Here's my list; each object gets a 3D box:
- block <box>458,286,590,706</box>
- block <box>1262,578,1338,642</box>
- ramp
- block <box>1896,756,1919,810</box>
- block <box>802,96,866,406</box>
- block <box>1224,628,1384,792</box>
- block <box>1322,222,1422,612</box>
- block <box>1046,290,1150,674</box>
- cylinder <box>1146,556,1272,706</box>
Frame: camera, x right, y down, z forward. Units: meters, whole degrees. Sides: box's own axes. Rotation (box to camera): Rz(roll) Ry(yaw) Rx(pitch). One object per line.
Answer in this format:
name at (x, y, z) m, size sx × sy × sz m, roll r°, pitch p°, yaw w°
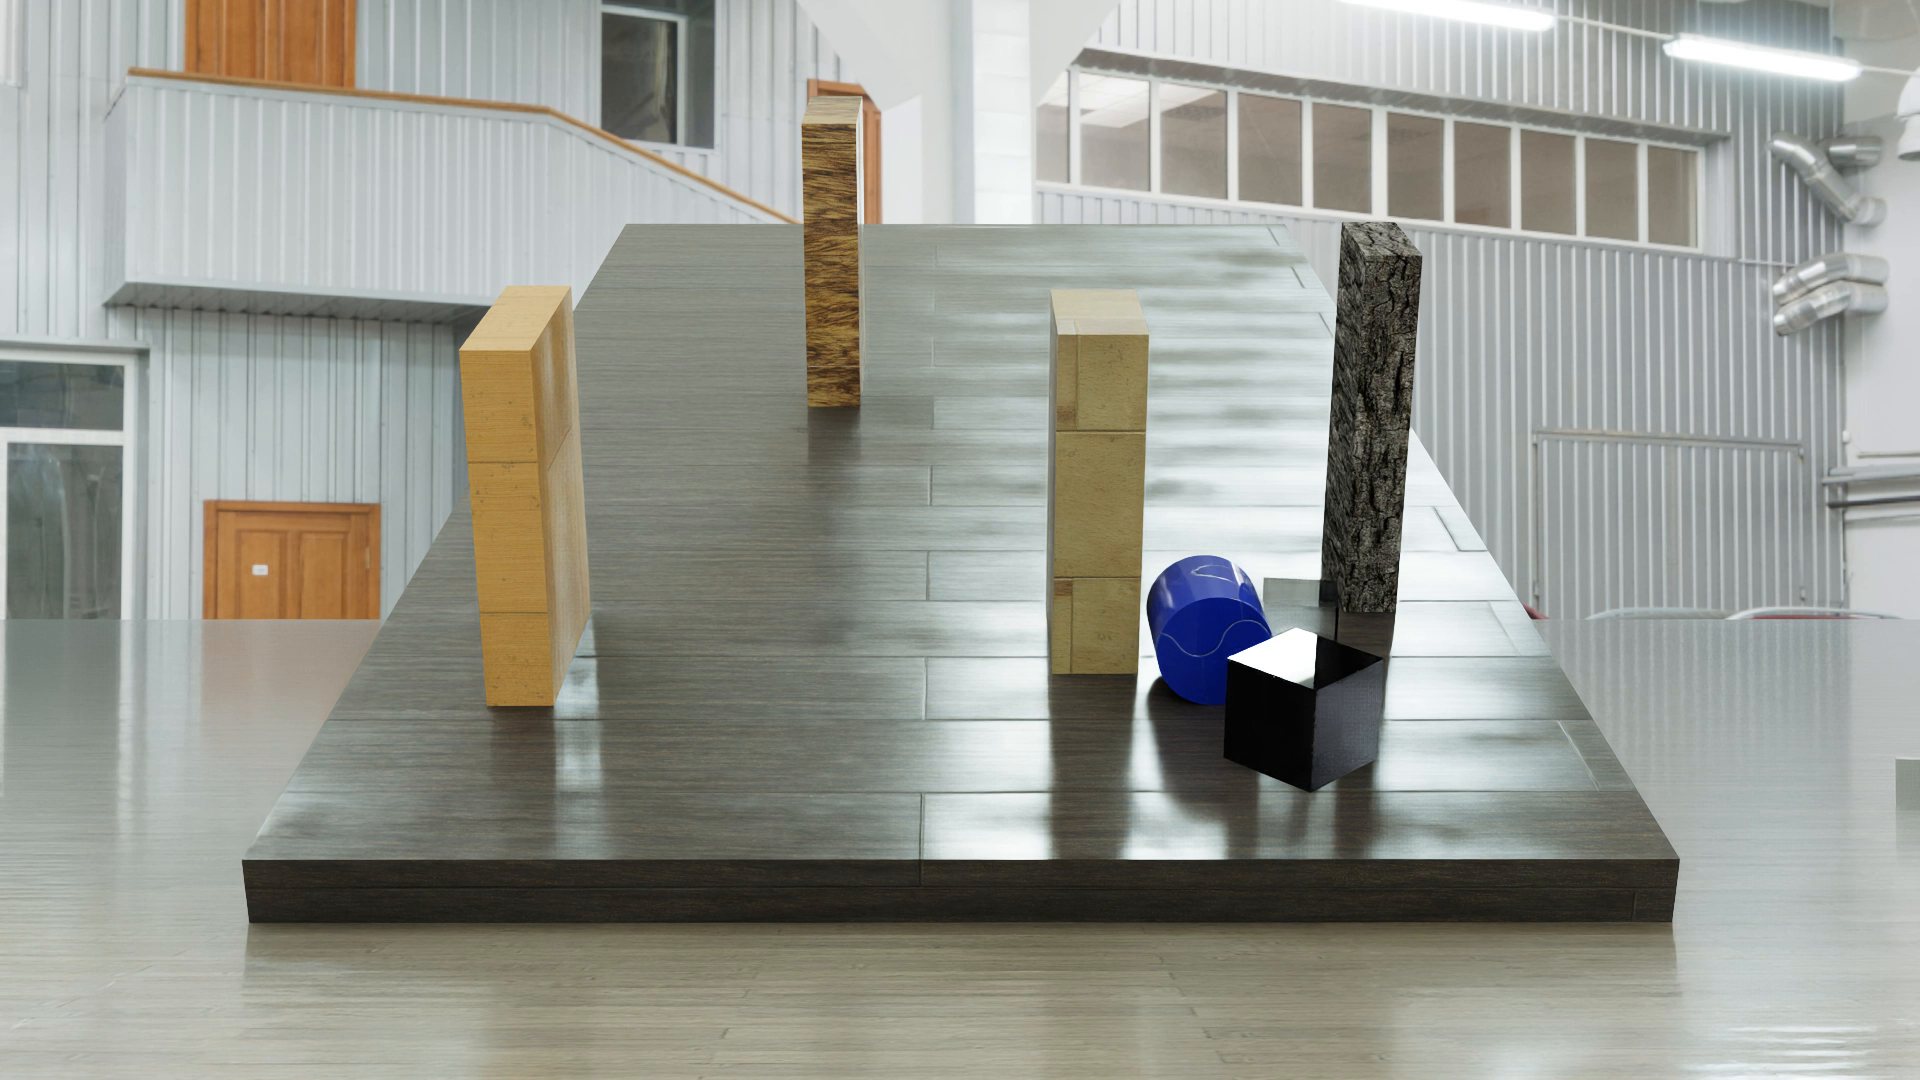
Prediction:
block at (-0.703, -0.080, 3.719) m, size 0.107 × 0.588 × 0.397 m, roll 0°, pitch 21°, yaw 0°
block at (0.564, 0.143, 3.792) m, size 0.122 × 0.122 × 0.122 m, roll 3°, pitch 21°, yaw 6°
ramp at (-0.005, -0.211, 5.052) m, size 2.000 × 0.100 × 4.000 m, roll 0°, pitch 21°, yaw 0°
block at (2.154, 0.544, 5.091) m, size 0.109 × 0.109 × 0.109 m, roll -1°, pitch -2°, yaw 21°
block at (-0.285, -0.664, 5.205) m, size 0.119 × 0.640 × 0.358 m, roll 0°, pitch 21°, yaw 0°
block at (0.518, 0.254, 3.434) m, size 0.166 × 0.166 × 0.166 m, roll -19°, pitch 28°, yaw -41°
block at (0.722, -0.218, 4.017) m, size 0.094 × 0.641 × 0.253 m, roll 0°, pitch 21°, yaw 0°
block at (0.224, -0.100, 3.789) m, size 0.142 × 0.579 × 0.283 m, roll 0°, pitch 21°, yaw 0°
cylinder at (0.404, 0.144, 3.697) m, size 0.187 × 0.187 × 0.187 m, roll 0°, pitch 21°, yaw -1°
